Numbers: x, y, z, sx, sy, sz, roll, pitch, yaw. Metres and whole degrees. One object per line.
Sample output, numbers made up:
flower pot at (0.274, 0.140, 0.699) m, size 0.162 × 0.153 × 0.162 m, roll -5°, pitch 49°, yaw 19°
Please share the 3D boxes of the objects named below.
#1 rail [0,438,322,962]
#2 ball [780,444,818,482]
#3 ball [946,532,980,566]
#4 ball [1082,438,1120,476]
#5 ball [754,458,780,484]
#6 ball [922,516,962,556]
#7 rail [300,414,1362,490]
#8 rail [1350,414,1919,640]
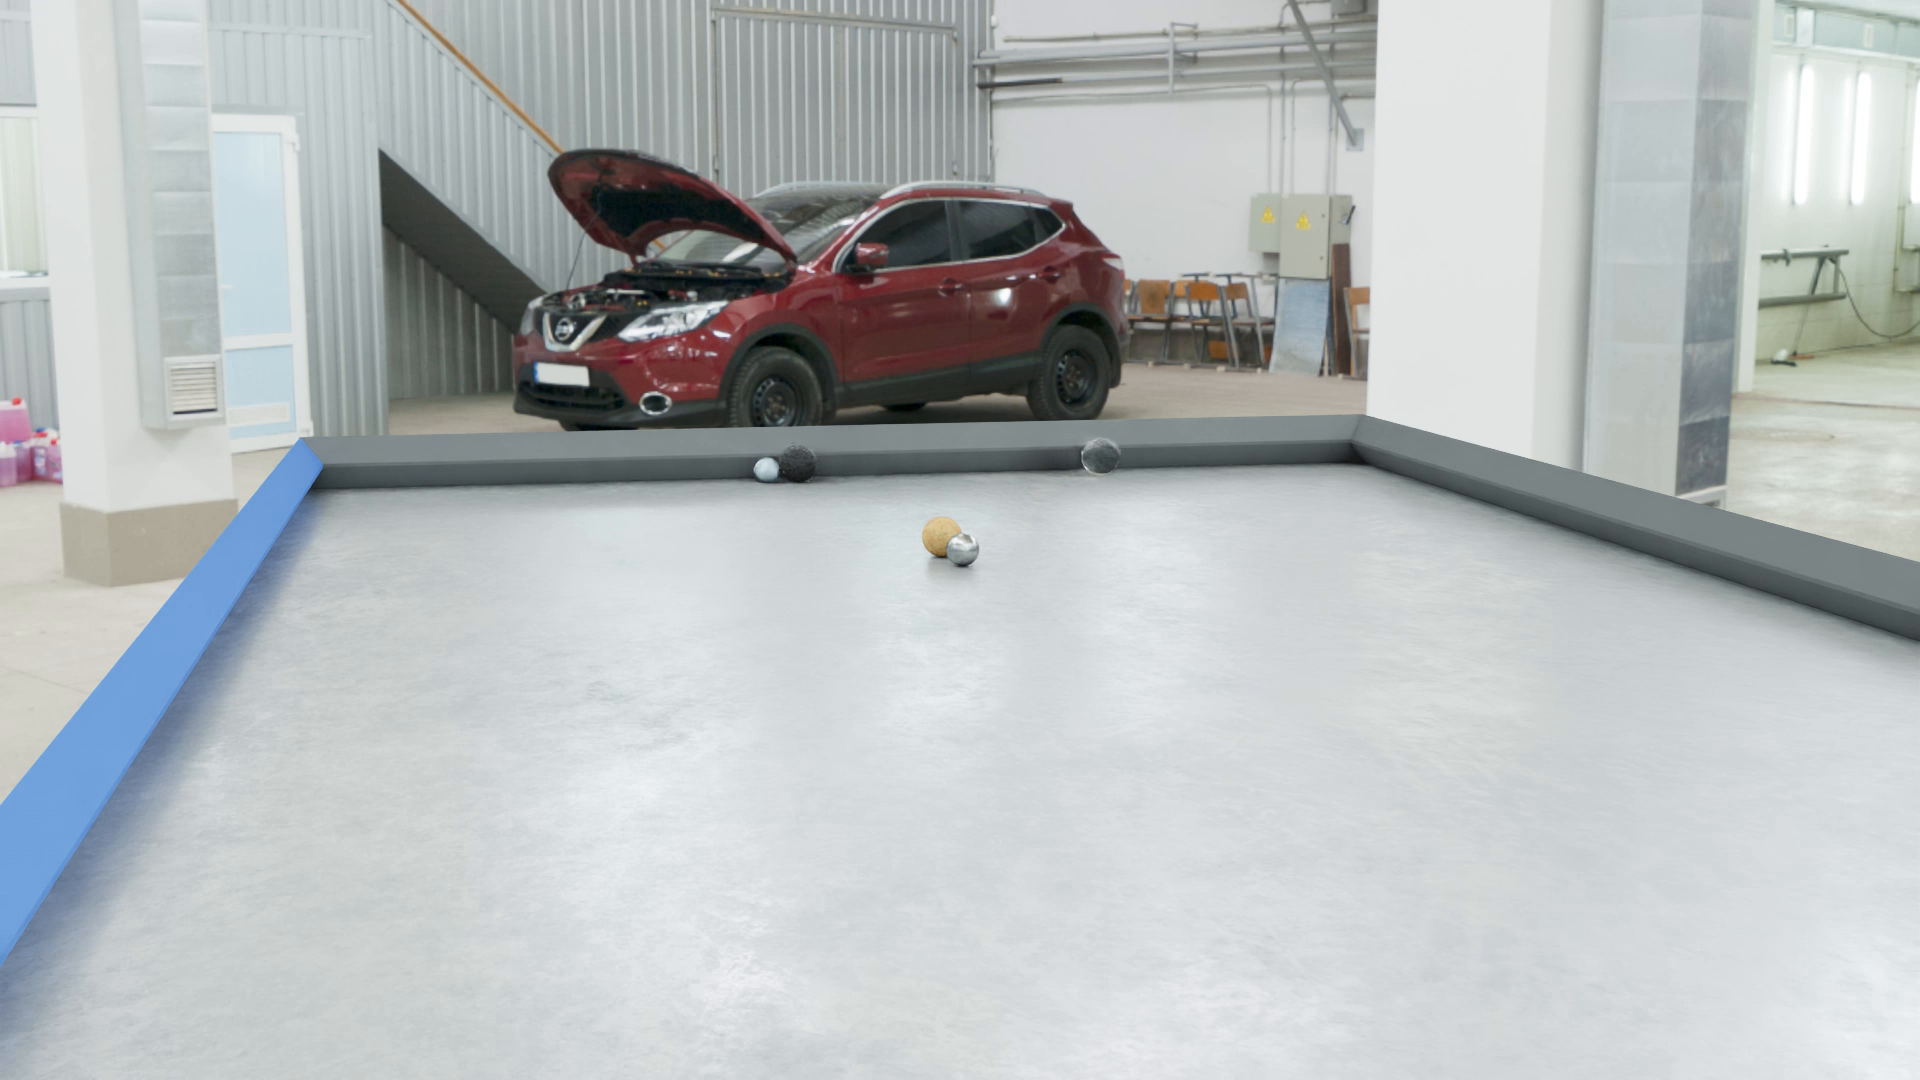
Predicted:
rail at (-0.830, 0.175, 2.225) m, size 0.045 × 0.100 × 4.154 m, roll -2°, pitch 9°, yaw -11°
ball at (-0.318, -0.151, 4.334) m, size 0.075 × 0.075 × 0.075 m, roll 0°, pitch 9°, yaw 0°
ball at (0.004, 0.014, 3.381) m, size 0.052 × 0.052 × 0.052 m, roll 0°, pitch 9°, yaw 0°
ball at (0.283, -0.168, 4.433) m, size 0.077 × 0.077 × 0.077 m, roll 0°, pitch 9°, yaw 0°
ball at (-0.380, -0.137, 4.325) m, size 0.050 × 0.050 × 0.050 m, roll 0°, pitch 9°, yaw 0°
ball at (-0.028, -0.005, 3.465) m, size 0.064 × 0.064 × 0.064 m, roll 0°, pitch 9°, yaw 0°
rail at (-0.203, -0.178, 4.420) m, size 2.166 × 0.100 × 0.045 m, roll -2°, pitch 9°, yaw -11°
rail at (1.246, 0.108, 2.643) m, size 0.045 × 0.100 × 4.154 m, roll -2°, pitch 9°, yaw -11°
